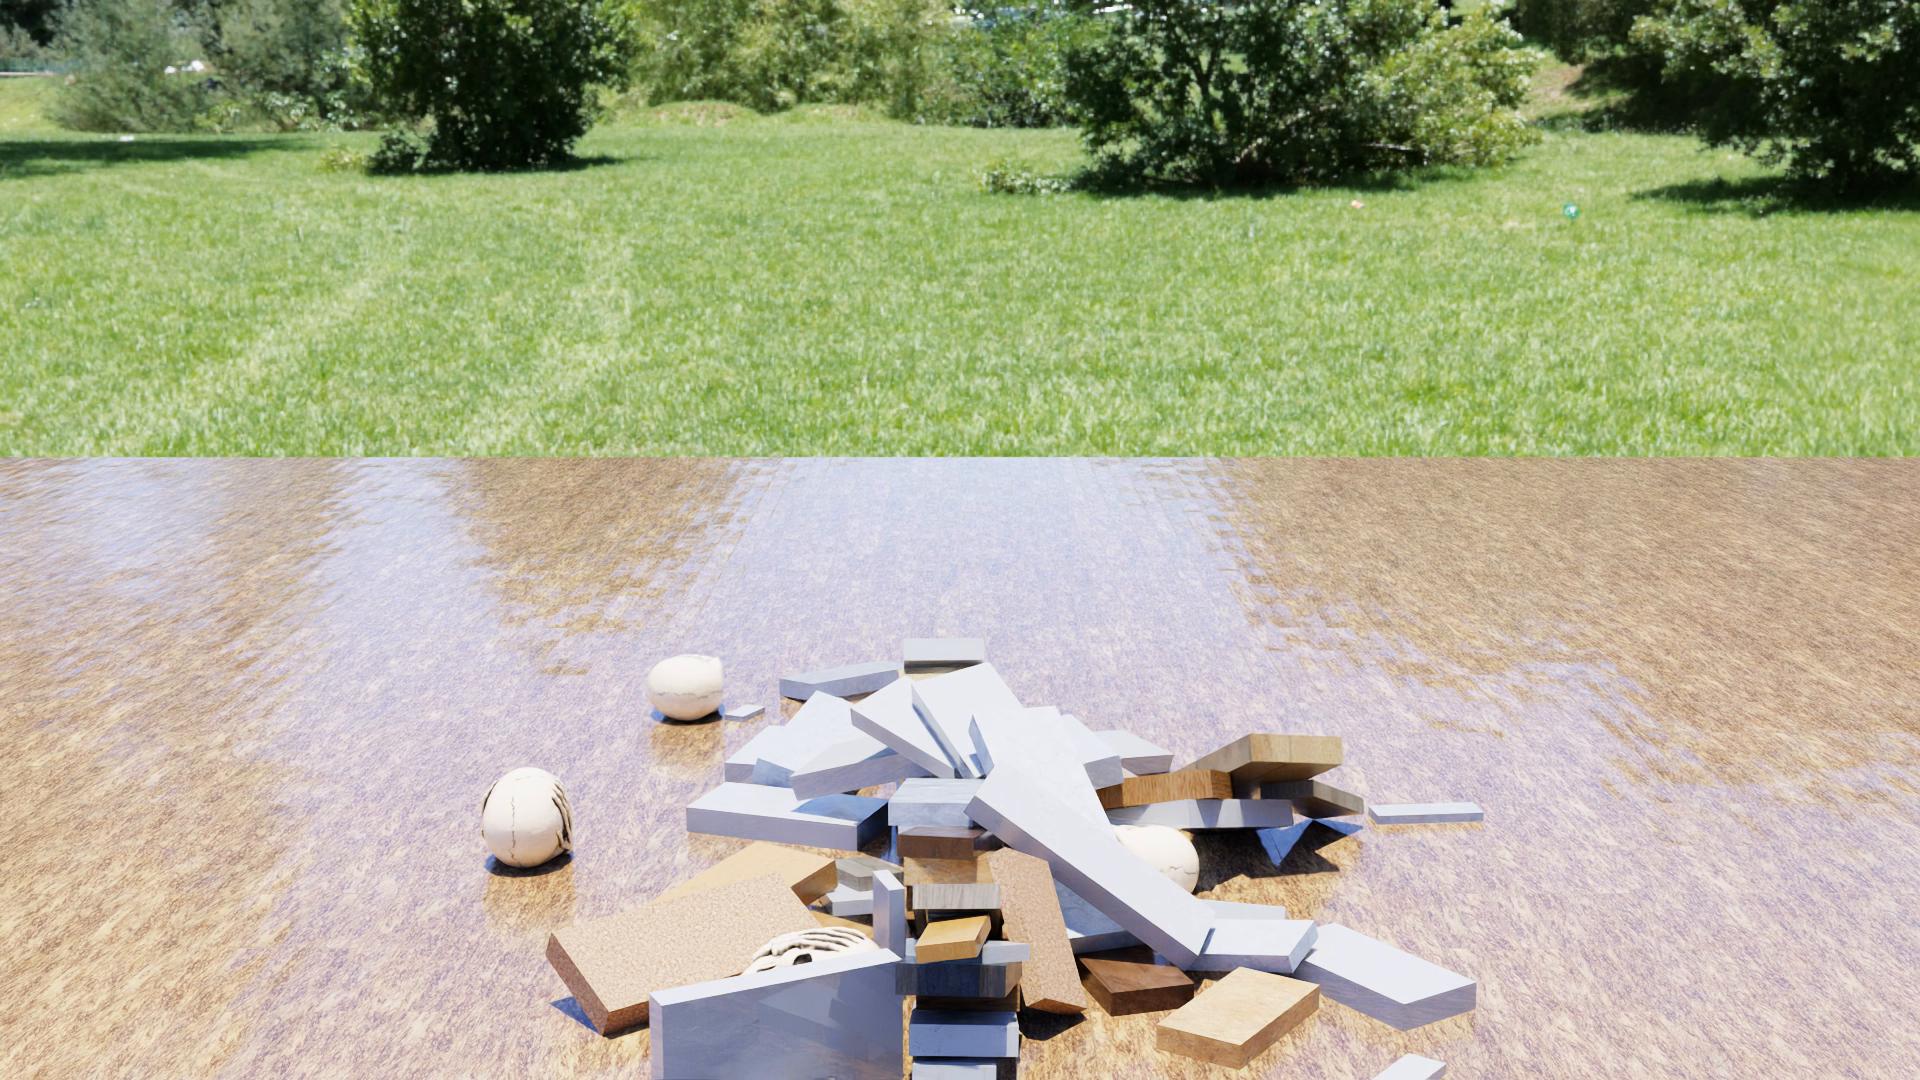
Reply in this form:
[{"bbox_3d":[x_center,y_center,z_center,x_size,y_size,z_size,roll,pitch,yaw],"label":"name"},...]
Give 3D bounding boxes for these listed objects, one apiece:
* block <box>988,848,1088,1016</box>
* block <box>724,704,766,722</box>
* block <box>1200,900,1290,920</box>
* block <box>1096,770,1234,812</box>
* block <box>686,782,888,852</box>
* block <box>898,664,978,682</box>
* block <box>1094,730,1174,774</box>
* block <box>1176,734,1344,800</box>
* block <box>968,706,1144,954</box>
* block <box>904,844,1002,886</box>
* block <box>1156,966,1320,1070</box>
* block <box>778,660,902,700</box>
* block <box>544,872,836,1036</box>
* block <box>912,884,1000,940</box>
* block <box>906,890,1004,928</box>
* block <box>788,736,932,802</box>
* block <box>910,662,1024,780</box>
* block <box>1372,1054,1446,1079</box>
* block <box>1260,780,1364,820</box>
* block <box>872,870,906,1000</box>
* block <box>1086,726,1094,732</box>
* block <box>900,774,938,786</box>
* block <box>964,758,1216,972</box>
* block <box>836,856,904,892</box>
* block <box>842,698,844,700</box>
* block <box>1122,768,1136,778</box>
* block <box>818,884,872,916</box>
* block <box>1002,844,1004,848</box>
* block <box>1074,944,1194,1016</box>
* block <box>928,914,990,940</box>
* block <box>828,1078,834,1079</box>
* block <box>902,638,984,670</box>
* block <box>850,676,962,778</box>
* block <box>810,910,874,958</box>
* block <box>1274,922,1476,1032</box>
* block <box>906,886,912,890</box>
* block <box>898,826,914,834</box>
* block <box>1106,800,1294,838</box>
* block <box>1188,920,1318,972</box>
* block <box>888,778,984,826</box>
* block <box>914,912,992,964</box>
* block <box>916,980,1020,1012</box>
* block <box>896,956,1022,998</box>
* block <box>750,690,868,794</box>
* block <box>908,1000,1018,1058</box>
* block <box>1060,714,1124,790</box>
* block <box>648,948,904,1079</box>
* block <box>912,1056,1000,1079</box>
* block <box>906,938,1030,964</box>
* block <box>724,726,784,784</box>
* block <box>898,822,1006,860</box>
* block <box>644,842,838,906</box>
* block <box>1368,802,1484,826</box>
[{"bbox_3d":[0.111,0.563,3.163,0.033,0.230,0.115,-30,-32,24],"label":"block"},{"bbox_3d":[-0.467,0.377,4.780,0.046,0.013,0.093,5,12,25],"label":"block"},{"bbox_3d":[0.409,0.591,3.440,0.206,0.029,0.103,3,-22,15],"label":"block"},{"bbox_3d":[0.288,0.437,3.768,0.332,0.047,0.166,-8,-11,19],"label":"block"},{"bbox_3d":[-0.311,0.503,4.010,0.334,0.047,0.167,4,11,19],"label":"block"},{"bbox_3d":[-0.030,0.366,4.452,0.166,0.047,0.332,-3,29,-5],"label":"block"},{"bbox_3d":[0.291,0.417,4.303,0.130,0.037,0.261,23,12,37],"label":"block"},{"bbox_3d":[0.512,0.413,3.915,0.167,0.047,0.434,3,-17,-15],"label":"block"},{"bbox_3d":[0.155,0.448,3.463,0.147,0.042,0.464,-4,43,-21],"label":"block"},{"bbox_3d":[-0.011,0.487,3.365,0.148,0.042,0.296,0,-1,-1],"label":"block"},{"bbox_3d":[0.396,0.675,3.114,0.128,0.036,0.256,7,13,33],"label":"block"},{"bbox_3d":[-0.253,0.318,4.983,0.281,0.040,0.140,-8,7,-36],"label":"block"},{"bbox_3d":[-0.394,0.606,3.256,0.400,0.048,0.169,-9,40,-40],"label":"block"},{"bbox_3d":[-0.004,0.536,3.105,0.115,0.033,0.449,0,-17,0],"label":"block"},{"bbox_3d":[-0.006,0.567,3.374,0.148,0.042,0.296,0,-12,-1],"label":"block"},{"bbox_3d":[-0.123,0.388,3.934,0.334,0.047,0.167,-15,9,29],"label":"block"},{"bbox_3d":[0.039,0.317,3.717,0.147,0.042,0.293,-14,33,-17],"label":"block"},{"bbox_3d":[0.593,0.719,2.928,0.056,0.016,0.133,8,13,37],"label":"block"},{"bbox_3d":[0.635,0.468,3.961,0.103,0.029,0.206,-11,-21,34],"label":"block"},{"bbox_3d":[-0.105,0.582,3.239,0.024,0.172,0.086,-3,11,-18],"label":"block"},{"bbox_3d":[0.205,0.414,4.411,0.140,0.040,0.281,15,10,-4],"label":"block"},{"bbox_3d":[-0.030,0.414,4.058,0.166,0.047,0.550,-1,7,-3],"label":"block"},{"bbox_3d":[0.197,0.487,3.316,0.404,0.037,0.131,35,27,4],"label":"block"},{"bbox_3d":[-0.160,0.554,3.654,0.085,0.024,0.169,-3,2,-24],"label":"block"},{"bbox_3d":[-0.277,0.366,4.839,0.046,0.013,0.093,-1,11,-6],"label":"block"},{"bbox_3d":[0.183,0.411,4.074,0.344,0.049,0.172,30,16,7],"label":"block"},{"bbox_3d":[-0.179,0.582,3.580,0.085,0.024,0.169,-2,2,-12],"label":"block"},{"bbox_3d":[0.000,0.519,3.656,0.141,0.040,0.283,0,-8,0],"label":"block"},{"bbox_3d":[0.242,0.641,3.293,0.128,0.036,0.256,-3,11,-16],"label":"block"},{"bbox_3d":[0.002,0.563,3.100,0.077,0.022,0.355,0,-17,2],"label":"block"},{"bbox_3d":[-0.304,0.747,2.754,0.394,0.024,0.086,-7,13,-34],"label":"block"},{"bbox_3d":[-0.039,0.286,4.719,0.166,0.047,0.332,0,-21,-2],"label":"block"},{"bbox_3d":[-0.053,0.326,3.787,0.131,0.037,0.261,-29,40,-35],"label":"block"},{"bbox_3d":[-0.206,0.619,3.448,0.169,0.024,0.085,8,13,37],"label":"block"},{"bbox_3d":[0.604,0.645,3.261,0.147,0.042,0.293,-7,13,-33],"label":"block"},{"bbox_3d":[-0.010,0.547,3.543,0.148,0.042,0.296,0,-7,-1],"label":"block"},{"bbox_3d":[-0.005,0.496,3.842,0.141,0.040,0.283,-3,-5,12],"label":"block"},{"bbox_3d":[0.418,0.480,3.799,0.166,0.047,0.332,-13,-13,38],"label":"block"},{"bbox_3d":[0.424,0.611,3.314,0.206,0.029,0.103,-6,18,34],"label":"block"},{"bbox_3d":[-0.034,0.410,3.446,0.128,0.036,0.256,0,2,5],"label":"block"},{"bbox_3d":[-0.008,0.513,2.841,0.077,0.022,0.154,-8,3,8],"label":"block"},{"bbox_3d":[0.011,0.632,3.121,0.140,0.040,0.281,1,-6,0],"label":"block"},{"bbox_3d":[0.002,0.573,2.930,0.140,0.040,0.281,0,-6,6],"label":"block"},{"bbox_3d":[-0.265,0.410,4.342,0.172,0.049,0.477,19,14,6],"label":"block"},{"bbox_3d":[0.005,0.656,2.959,0.140,0.040,0.281,1,-6,0],"label":"block"},{"bbox_3d":[0.155,0.379,3.815,0.172,0.049,0.344,-13,9,-9],"label":"block"},{"bbox_3d":[-0.237,0.651,2.880,0.338,0.169,0.048,-5,12,-27],"label":"block"},{"bbox_3d":[-0.003,0.691,2.909,0.107,0.030,0.213,0,-3,3],"label":"block"},{"bbox_3d":[0.009,0.538,2.888,0.077,0.022,0.154,6,-8,-44],"label":"block"},{"bbox_3d":[-0.360,0.432,4.413,0.140,0.040,0.281,2,11,13],"label":"block"},{"bbox_3d":[-0.007,0.449,3.316,0.115,0.033,0.230,1,0,15],"label":"block"},{"bbox_3d":[-0.366,0.578,3.488,0.169,0.048,0.338,7,20,35],"label":"block"},{"bbox_3d":[0.862,0.506,4.071,0.200,0.018,0.063,-1,11,-6],"label":"block"}]
